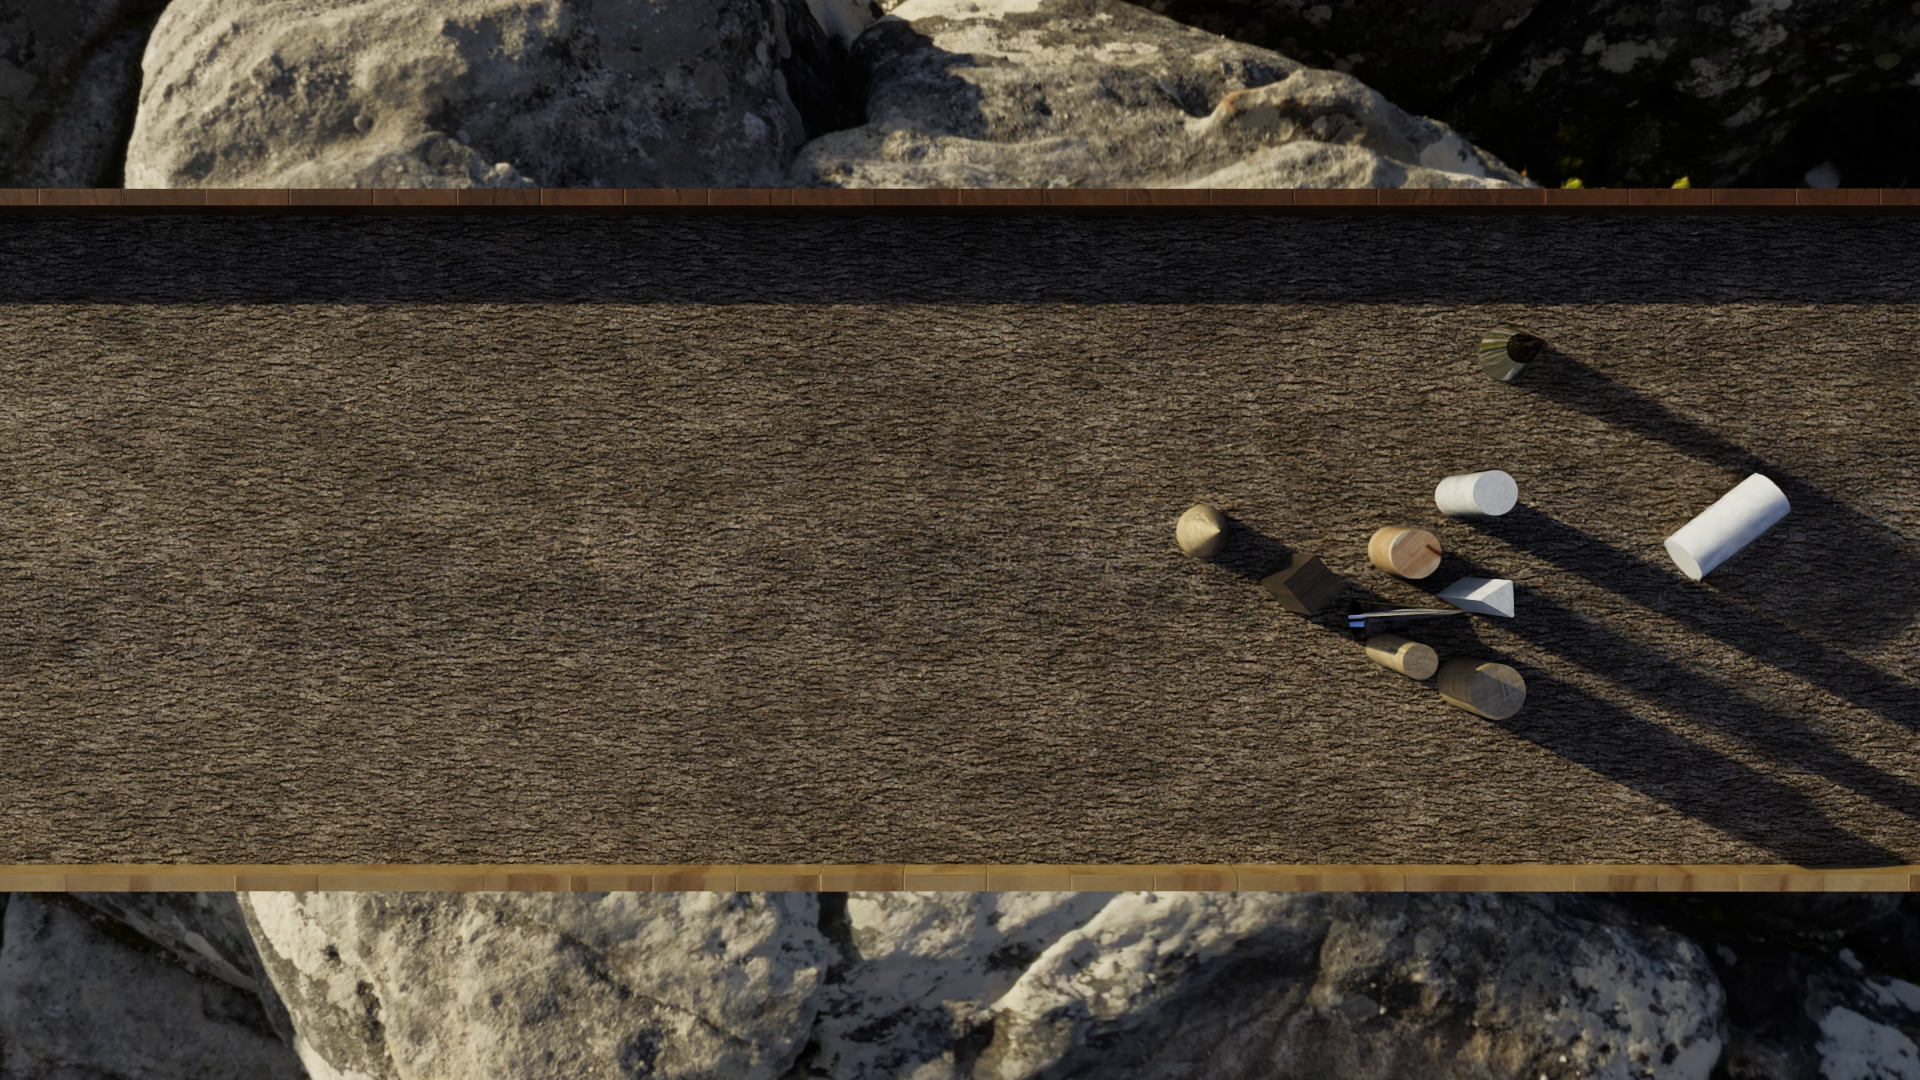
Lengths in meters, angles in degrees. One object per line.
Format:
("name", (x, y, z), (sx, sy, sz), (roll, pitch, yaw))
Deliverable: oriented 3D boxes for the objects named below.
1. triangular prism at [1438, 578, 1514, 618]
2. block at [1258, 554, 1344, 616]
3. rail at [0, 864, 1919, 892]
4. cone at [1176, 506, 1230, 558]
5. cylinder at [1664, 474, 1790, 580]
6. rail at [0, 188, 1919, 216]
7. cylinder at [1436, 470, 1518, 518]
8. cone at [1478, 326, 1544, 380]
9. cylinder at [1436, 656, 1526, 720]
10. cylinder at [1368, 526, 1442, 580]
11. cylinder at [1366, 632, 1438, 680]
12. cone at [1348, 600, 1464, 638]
("triangular prism", (1.533, 0.154, 4.859), (0.103, 0.434, 0.089), (28, 90, 0))
("block", (1.003, 0.127, 4.876), (0.123, 0.402, 0.123), (-42, 90, 0))
("rail", (-2.247, 1.025, 5.001), (12.000, 0.150, 0.050), (0, 90, 0))
("cone", (0.748, -0.025, 4.908), (0.165, 0.337, 0.165), (0, 90, 0))
("cylinder", (2.324, -0.041, 4.999), (0.332, 0.154, 0.154), (-37, 90, 0))
("rail", (-2.247, -1.025, 5.002), (12.000, 0.150, 0.050), (0, 90, 0))
("cylinder", (1.527, -0.135, 4.890), (0.130, 0.373, 0.130), (0, 90, 0))
("cone", (1.680, -0.573, 4.905), (0.168, 0.342, 0.168), (0, 90, 0))
("cylinder", (1.548, 0.437, 4.910), (0.161, 0.332, 0.161), (0, 90, 0))
("cylinder", (1.322, 0.036, 4.915), (0.145, 0.316, 0.145), (0, 92, 2))
("cylinder", (1.300, 0.338, 4.871), (0.102, 0.408, 0.102), (0, 92, -1))
("cone", (1.381, 0.230, 5.048), (0.357, 0.117, 0.117), (-4, 90, -9))
